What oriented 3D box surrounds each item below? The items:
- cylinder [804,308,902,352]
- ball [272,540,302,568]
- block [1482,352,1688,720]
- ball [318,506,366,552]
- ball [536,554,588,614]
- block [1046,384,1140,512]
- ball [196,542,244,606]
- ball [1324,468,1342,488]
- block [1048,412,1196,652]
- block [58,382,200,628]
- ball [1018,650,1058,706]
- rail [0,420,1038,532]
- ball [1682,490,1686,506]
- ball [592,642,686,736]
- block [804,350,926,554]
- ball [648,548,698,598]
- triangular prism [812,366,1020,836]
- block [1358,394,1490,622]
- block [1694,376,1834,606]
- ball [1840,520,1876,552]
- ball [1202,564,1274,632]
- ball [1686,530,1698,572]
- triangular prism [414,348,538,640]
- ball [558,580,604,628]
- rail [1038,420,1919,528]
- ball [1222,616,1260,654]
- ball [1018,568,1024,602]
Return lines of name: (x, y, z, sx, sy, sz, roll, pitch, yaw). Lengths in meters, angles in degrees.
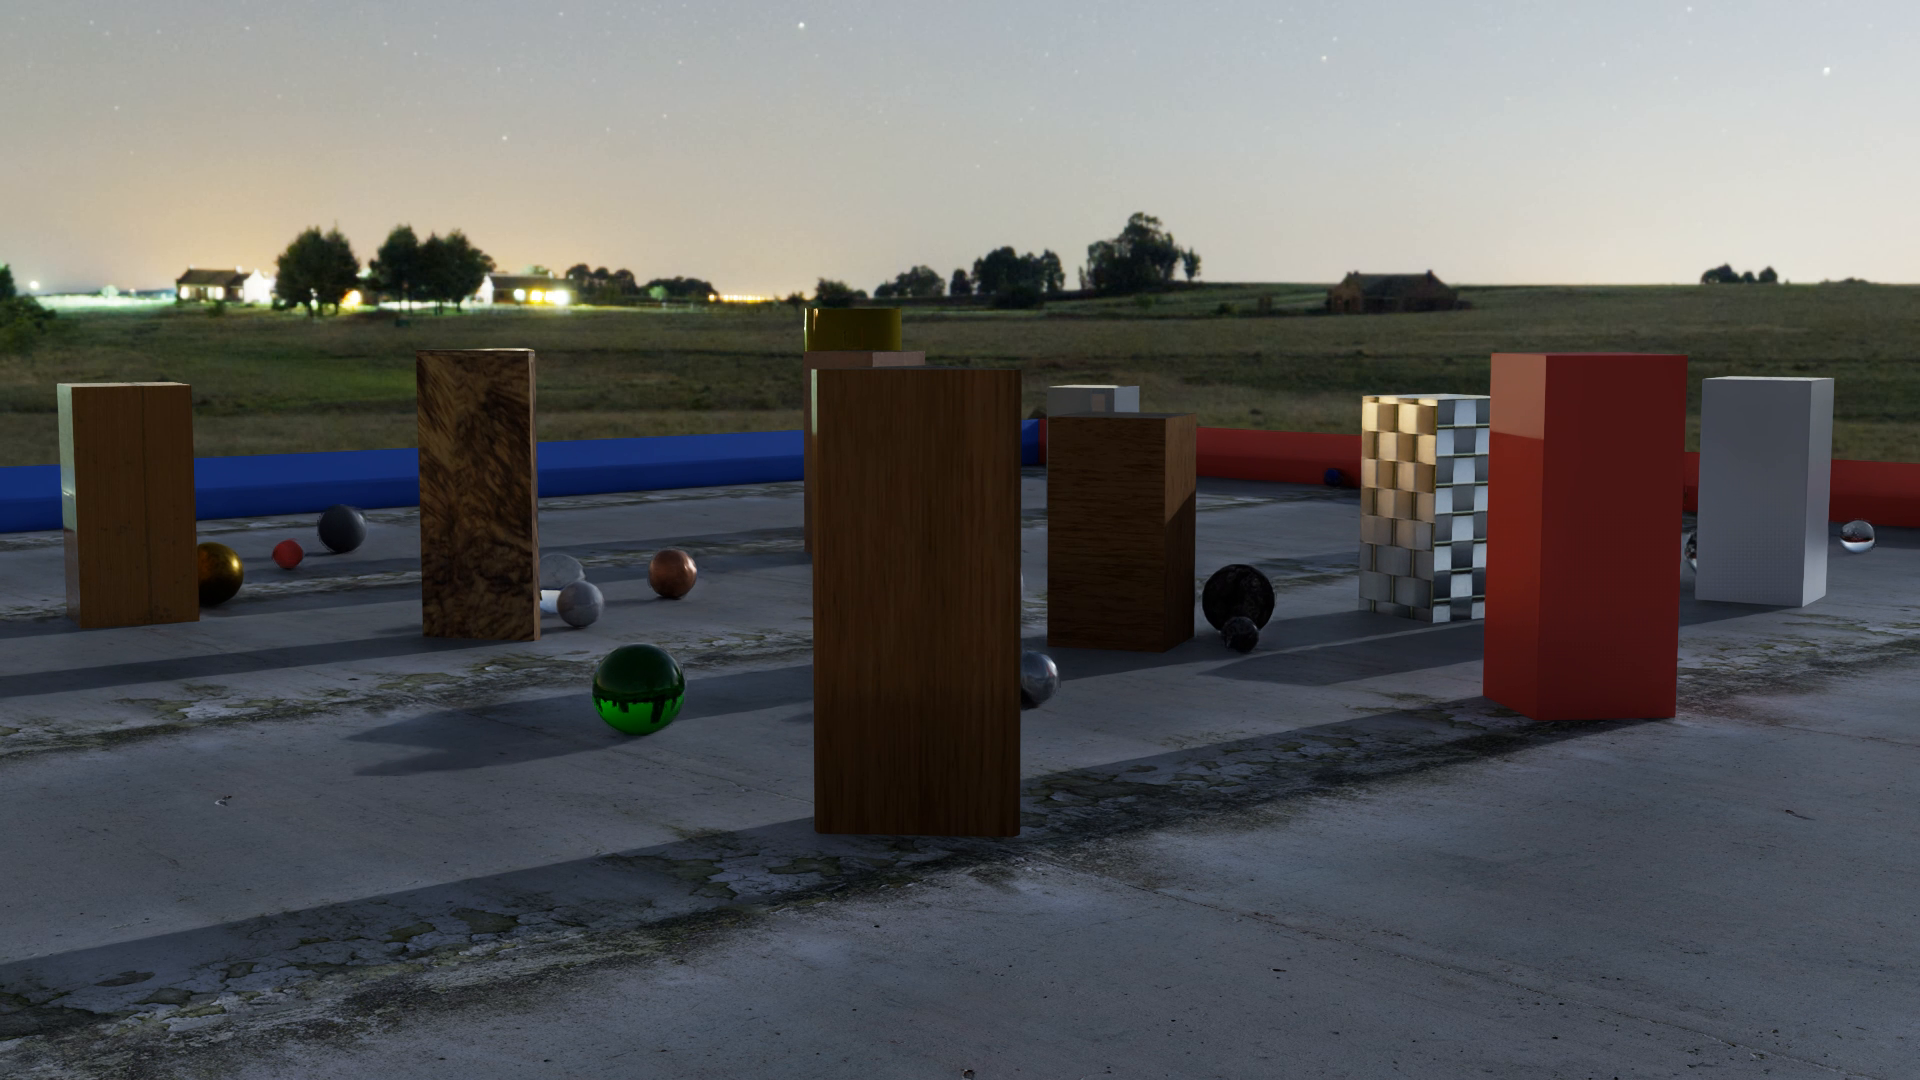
cylinder: (-0.218, -0.246, 4.485, 0.200, 0.449, 0.200, 0, 6, 0)
ball: (-1.165, 0.025, 3.812, 0.050, 0.050, 0.050, 0, 6, 0)
block: (0.697, -0.010, 2.468, 0.160, 0.397, 0.160, -1, 6, -7)
ball: (-1.144, -0.020, 4.076, 0.086, 0.086, 0.086, 0, 6, 0)
ball: (-0.594, 0.065, 3.243, 0.089, 0.089, 0.089, 0, 6, 0)
block: (0.299, -0.206, 4.939, 0.160, 0.277, 0.160, 3, 7, 24)
ball: (-1.138, 0.051, 3.340, 0.095, 0.095, 0.095, 0, 6, 0)
ball: (0.948, -0.158, 5.584, 0.047, 0.047, 0.047, 0, 6, 0)
block: (0.219, -0.015, 2.961, 0.160, 0.306, 0.160, 2, 6, 20)
block: (-1.205, -0.055, 3.184, 0.160, 0.340, 0.160, -3, 7, -29)
ball: (0.080, 0.156, 2.491, 0.063, 0.063, 0.063, 0, 6, 0)
rail: (-1.427, -0.126, 4.870, 4.553, 0.130, 0.045, -5, 8, -42)
ball: (1.571, -0.096, 4.871, 0.072, 0.072, 0.072, 0, 6, 0)
ball: (-0.338, 0.157, 2.315, 0.098, 0.098, 0.098, 0, 6, 0)
block: (-0.176, -0.163, 4.067, 0.160, 0.371, 0.160, 4, 7, 35)
ball: (-0.447, 0.052, 3.420, 0.077, 0.077, 0.077, 0, 6, 0)
triangular prism: (-0.031, 0.047, 1.932, 0.173, 0.396, 0.150, 0, 6, 4)
block: (0.706, -0.052, 3.244, 0.160, 0.320, 0.160, -4, 7, -31)
block: (1.250, -0.080, 3.417, 0.160, 0.341, 0.160, 4, 7, 33)
ball: (1.660, -0.006, 4.065, 0.060, 0.060, 0.060, 0, 6, 0)
ball: (0.382, 0.083, 3.018, 0.099, 0.099, 0.099, 0, 6, 0)
ball: (1.256, 0.020, 3.666, 0.089, 0.089, 0.089, 0, 6, 0)
triangular prism: (-0.637, -0.068, 3.054, 0.173, 0.392, 0.150, 2, 6, 14)
ball: (-0.536, 0.090, 3.108, 0.066, 0.066, 0.066, 0, 6, 0)
rail: (1.656, -0.124, 4.851, 0.045, 0.130, 4.256, -5, 8, -42)
ball: (0.366, 0.124, 2.870, 0.049, 0.049, 0.049, 0, 6, 0)
ball: (0.042, 0.065, 3.182, 0.100, 0.100, 0.100, 0, 6, 0)
